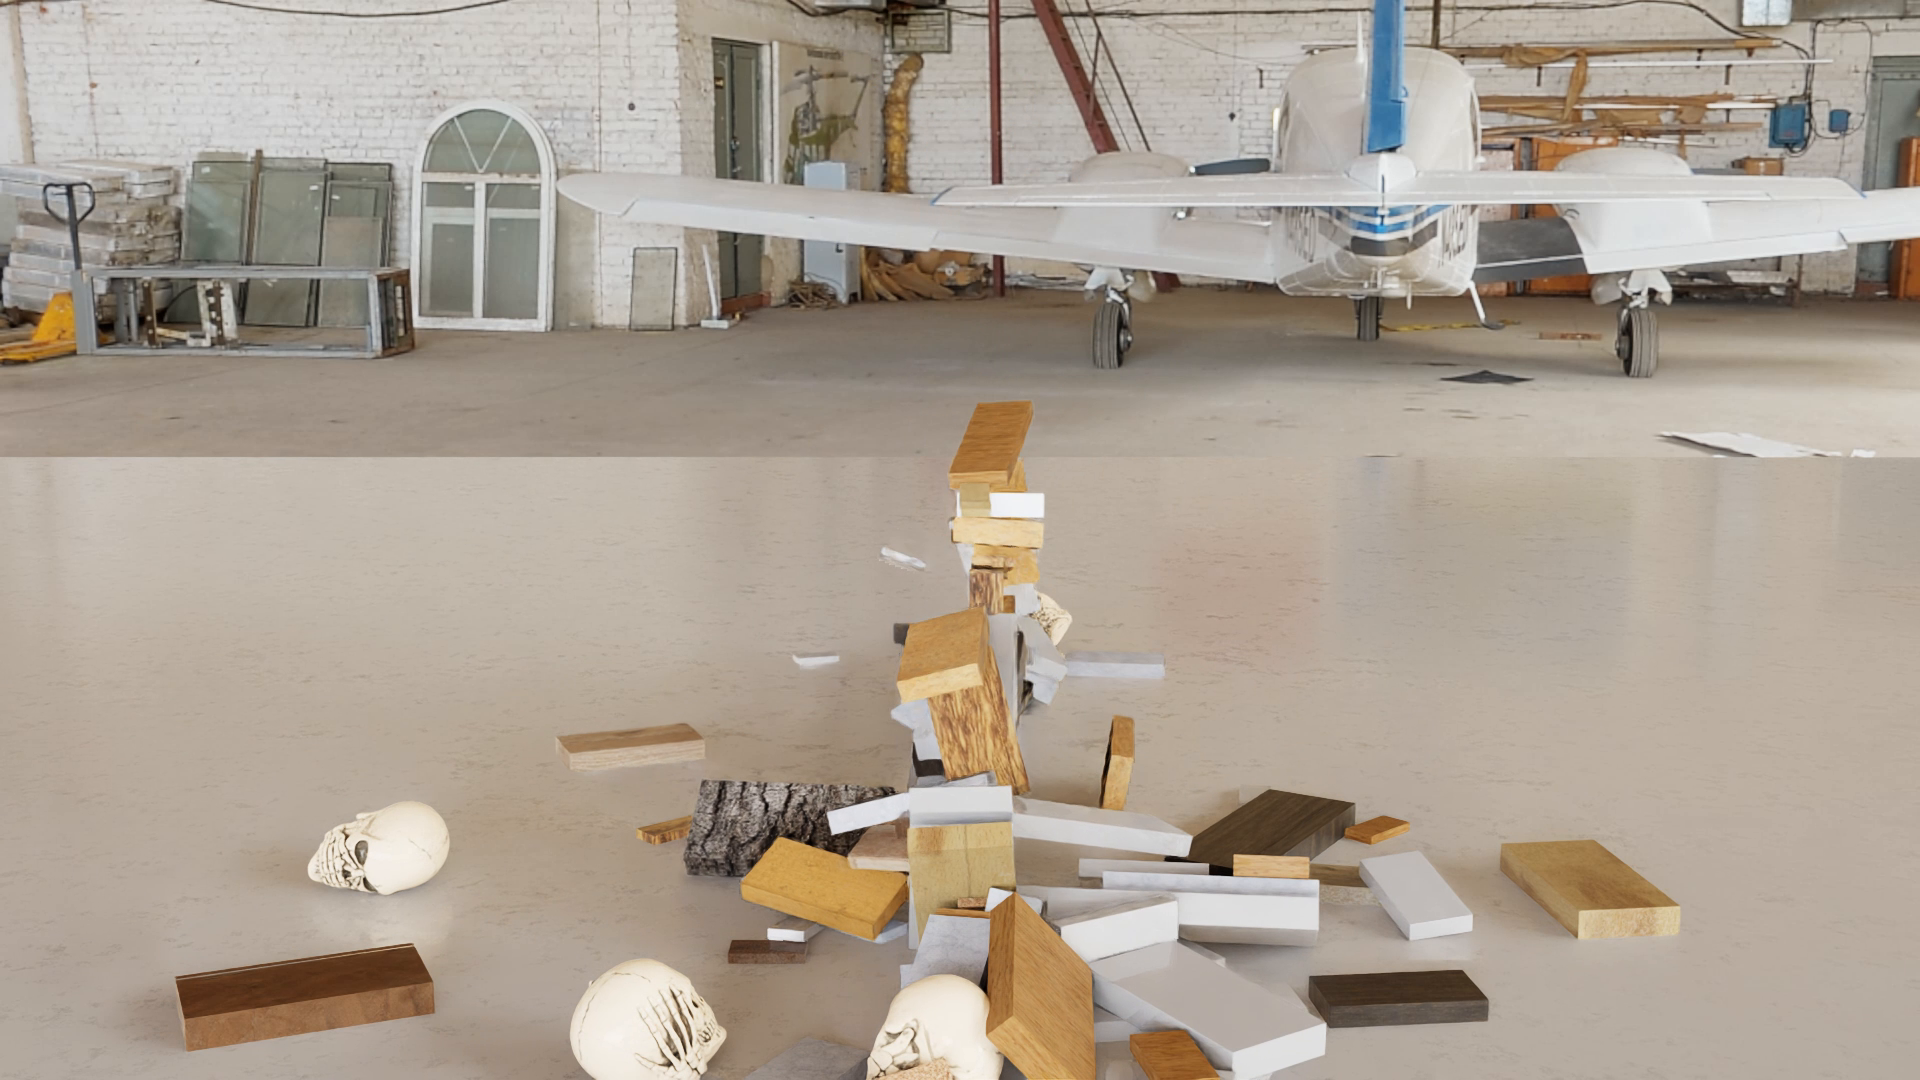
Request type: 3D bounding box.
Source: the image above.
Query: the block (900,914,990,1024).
[{"bbox_3d":[-0.012,0.589,3.029,0.099,0.028,0.197,3,27,11],"label":"block"}]

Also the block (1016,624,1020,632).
[{"bbox_3d":[0.034,0.246,4.144,0.132,0.037,0.265,3,33,7],"label":"block"}]

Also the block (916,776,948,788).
[{"bbox_3d":[-0.013,0.433,3.828,0.121,0.034,0.474,1,28,8],"label":"block"}]

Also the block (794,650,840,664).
[{"bbox_3d":[-0.346,0.283,5.285,0.100,0.014,0.050,-4,11,-19],"label":"block"}]

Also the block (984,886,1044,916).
[{"bbox_3d":[0.065,0.583,3.163,0.077,0.153,0.022,12,-3,11],"label":"block"}]

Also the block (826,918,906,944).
[{"bbox_3d":[-0.151,0.613,3.498,0.123,0.017,0.062,9,14,39],"label":"block"}]

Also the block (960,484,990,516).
[{"bbox_3d":[0.029,-0.077,4.210,0.057,0.016,0.114,0,27,-1],"label":"block"}]

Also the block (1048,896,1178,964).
[{"bbox_3d":[0.225,0.590,3.203,0.209,0.104,0.030,-6,11,-31],"label":"block"}]

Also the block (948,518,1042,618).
[{"bbox_3d":[0.077,0.054,4.907,0.130,0.259,0.037,-20,12,-1],"label":"block"}]

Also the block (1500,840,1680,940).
[{"bbox_3d":[1.034,0.573,3.630,0.167,0.047,0.334,-1,11,-7],"label":"block"}]

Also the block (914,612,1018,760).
[{"bbox_3d":[0.014,0.257,3.908,0.169,0.048,0.338,-6,34,7],"label":"block"}]

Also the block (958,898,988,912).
[{"bbox_3d":[0.034,0.594,3.228,0.076,0.153,0.022,0,27,-2],"label":"block"}]

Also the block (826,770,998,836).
[{"bbox_3d":[-0.073,0.423,3.545,0.263,0.037,0.131,-14,-5,5],"label":"block"}]

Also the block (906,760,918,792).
[{"bbox_3d":[-0.021,0.419,4.178,0.135,0.038,0.270,1,36,6],"label":"block"}]

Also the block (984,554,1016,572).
[{"bbox_3d":[0.071,0.050,4.521,0.065,0.018,0.130,8,-7,-6],"label":"block"}]

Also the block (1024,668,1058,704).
[{"bbox_3d":[0.126,0.264,4.968,0.168,0.048,0.336,24,13,-8],"label":"block"}]

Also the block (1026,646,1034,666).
[{"bbox_3d":[0.074,0.227,4.387,0.135,0.038,0.270,4,-3,5],"label":"block"}]

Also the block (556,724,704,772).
[{"bbox_3d":[-0.671,0.421,4.471,0.275,0.039,0.137,-4,11,-22],"label":"block"}]

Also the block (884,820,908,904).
[{"bbox_3d":[-0.091,0.514,3.608,0.121,0.034,0.241,22,44,32],"label":"block"}]

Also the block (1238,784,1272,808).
[{"bbox_3d":[0.559,0.489,4.167,0.058,0.016,0.116,2,11,9],"label":"block"}]

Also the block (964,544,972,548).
[{"bbox_3d":[0.069,-0.100,4.839,0.116,0.231,0.033,0,3,2],"label":"block"}]

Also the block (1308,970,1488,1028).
[{"bbox_3d":[0.633,0.664,3.183,0.231,0.033,0.116,-1,11,-6],"label":"block"}]

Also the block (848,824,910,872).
[{"bbox_3d":[-0.079,0.491,3.500,0.179,0.025,0.090,-1,26,27],"label":"block"}]

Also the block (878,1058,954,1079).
[{"bbox_3d":[-0.092,0.718,2.699,0.214,0.107,0.030,-8,-25,-36],"label":"block"}]

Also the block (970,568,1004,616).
[{"bbox_3d":[0.051,0.121,4.311,0.065,0.130,0.018,2,11,3],"label":"block"}]

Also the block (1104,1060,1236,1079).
[{"bbox_3d":[0.242,0.741,2.730,0.164,0.046,0.328,3,11,13],"label":"block"}]

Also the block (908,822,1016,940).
[{"bbox_3d":[0.009,0.528,3.240,0.149,0.299,0.042,-4,45,1],"label":"block"}]

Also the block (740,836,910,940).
[{"bbox_3d":[-0.214,0.554,3.506,0.241,0.034,0.121,13,38,24],"label":"block"}]

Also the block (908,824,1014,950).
[{"bbox_3d":[-0.002,0.526,3.318,0.149,0.299,0.042,0,51,-2],"label":"block"}]

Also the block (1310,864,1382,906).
[{"bbox_3d":[0.658,0.575,3.666,0.211,0.030,0.105,2,11,12],"label":"block"}]

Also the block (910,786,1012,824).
[{"bbox_3d":[-0.001,0.472,3.319,0.149,0.299,0.042,-1,51,-2],"label":"block"}]

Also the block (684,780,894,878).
[{"bbox_3d":[-0.290,0.500,3.785,0.339,0.048,0.170,1,44,7],"label":"block"}]

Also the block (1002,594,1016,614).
[{"bbox_3d":[0.080,0.168,4.500,0.064,0.128,0.018,2,35,7],"label":"block"}]

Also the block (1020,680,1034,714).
[{"bbox_3d":[0.034,0.352,4.356,0.135,0.038,0.270,17,37,16],"label":"block"}]

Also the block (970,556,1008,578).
[{"bbox_3d":[0.059,0.055,4.430,0.065,0.018,0.130,6,-11,6],"label":"block"}]

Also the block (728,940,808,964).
[{"bbox_3d":[-0.296,0.634,3.386,0.117,0.017,0.058,0,11,0],"label":"block"}]
